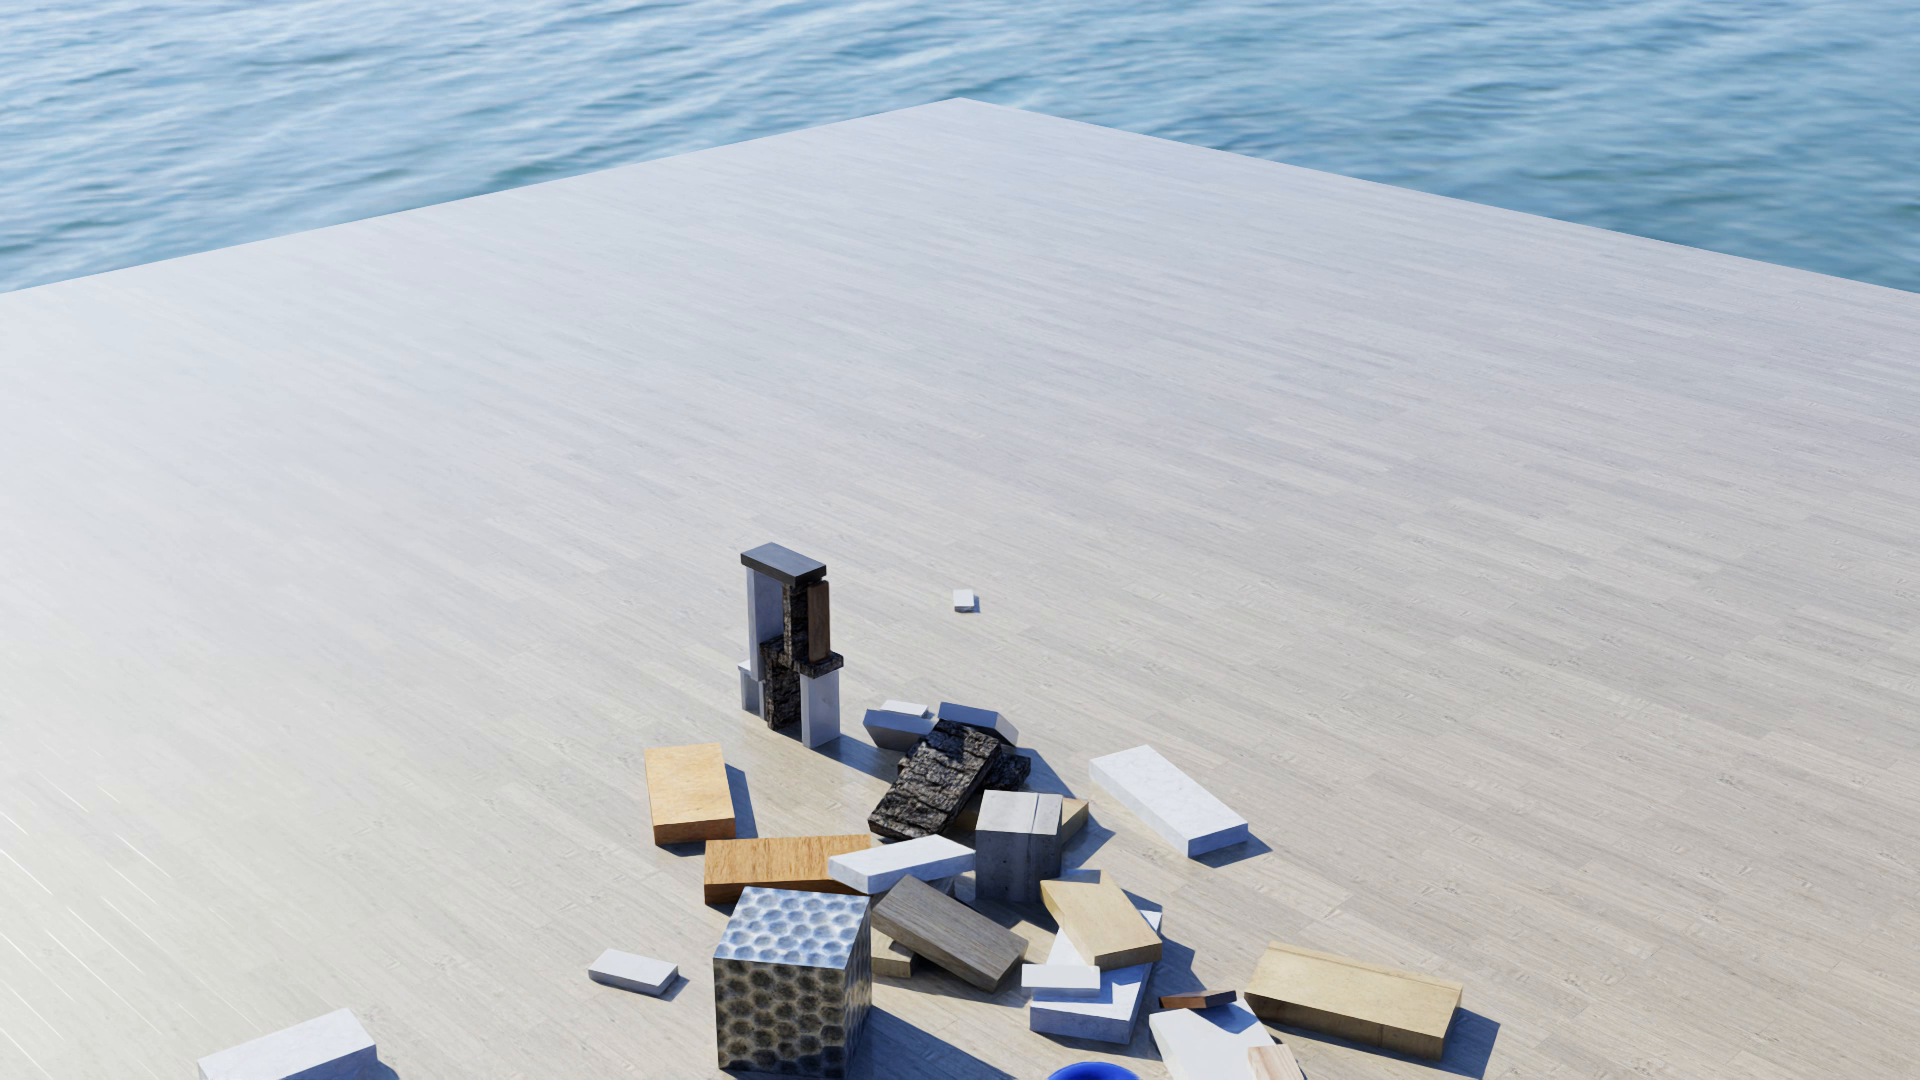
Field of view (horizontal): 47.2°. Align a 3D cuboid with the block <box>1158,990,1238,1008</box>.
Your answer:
[{"bbox_3d":[0.408,0.790,3.780,0.067,0.019,0.134,-4,-9,-32],"label":"block"}]

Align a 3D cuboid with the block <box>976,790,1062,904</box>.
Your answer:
[{"bbox_3d":[0.113,0.584,4.192,0.151,0.151,0.151,3,23,7],"label":"block"}]

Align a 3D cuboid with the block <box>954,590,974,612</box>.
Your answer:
[{"bbox_3d":[0.009,0.148,5.395,0.048,0.014,0.096,-1,23,-1],"label":"block"}]

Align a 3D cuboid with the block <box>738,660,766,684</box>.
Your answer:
[{"bbox_3d":[-0.440,0.286,4.827,0.095,0.013,0.047,21,31,41],"label":"block"}]

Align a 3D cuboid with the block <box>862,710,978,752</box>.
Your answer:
[{"bbox_3d":[-0.072,0.417,4.629,0.245,0.122,0.035,9,63,19],"label":"block"}]

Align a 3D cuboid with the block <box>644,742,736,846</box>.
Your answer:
[{"bbox_3d":[-0.554,0.515,4.490,0.159,0.045,0.319,-4,23,-10],"label":"block"}]

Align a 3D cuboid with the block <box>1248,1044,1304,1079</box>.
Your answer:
[{"bbox_3d":[0.517,0.868,3.566,0.067,0.019,0.134,-3,23,-8],"label":"block"}]

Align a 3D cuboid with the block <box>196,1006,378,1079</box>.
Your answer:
[{"bbox_3d":[-1.102,0.854,3.606,0.255,0.036,0.127,-15,27,-32],"label":"block"}]

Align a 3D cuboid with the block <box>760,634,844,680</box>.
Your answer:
[{"bbox_3d":[-0.340,0.246,4.705,0.174,0.025,0.087,21,31,41],"label":"block"}]

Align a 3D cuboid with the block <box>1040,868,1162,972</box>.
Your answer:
[{"bbox_3d":[0.252,0.686,3.972,0.130,0.037,0.260,-8,24,-18],"label":"block"}]

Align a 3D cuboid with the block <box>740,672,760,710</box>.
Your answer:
[{"bbox_3d":[-0.462,0.327,4.868,0.013,0.094,0.047,21,31,41],"label":"block"}]

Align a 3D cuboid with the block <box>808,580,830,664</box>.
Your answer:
[{"bbox_3d":[-0.296,0.173,4.618,0.048,0.177,0.014,-21,31,-41],"label":"block"}]

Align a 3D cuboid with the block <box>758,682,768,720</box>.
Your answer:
[{"bbox_3d":[-0.418,0.345,4.827,0.013,0.095,0.047,21,31,41],"label":"block"}]

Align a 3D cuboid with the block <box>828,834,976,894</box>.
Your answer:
[{"bbox_3d":[-0.107,0.609,4.133,0.255,0.036,0.127,-6,13,-38],"label":"block"}]

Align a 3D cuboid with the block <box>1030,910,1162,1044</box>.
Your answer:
[{"bbox_3d":[0.245,0.762,3.902,0.172,0.049,0.344,6,24,13],"label":"block"}]

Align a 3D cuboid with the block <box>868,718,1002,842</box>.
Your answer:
[{"bbox_3d":[-0.049,0.491,4.401,0.142,0.040,0.283,18,51,26],"label":"block"}]

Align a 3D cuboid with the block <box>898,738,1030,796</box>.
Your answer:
[{"bbox_3d":[0.009,0.467,4.500,0.245,0.035,0.122,8,24,19],"label":"block"}]

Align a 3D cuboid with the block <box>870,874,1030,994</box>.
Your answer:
[{"bbox_3d":[-0.020,0.707,3.952,0.260,0.037,0.130,27,33,17],"label":"block"}]

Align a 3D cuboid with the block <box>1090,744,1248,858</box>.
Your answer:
[{"bbox_3d":[0.420,0.526,4.469,0.142,0.040,0.368,-12,26,-26],"label":"block"}]

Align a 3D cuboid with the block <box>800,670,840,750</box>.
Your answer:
[{"bbox_3d":[-0.299,0.353,4.706,0.025,0.174,0.087,21,31,41],"label":"block"}]

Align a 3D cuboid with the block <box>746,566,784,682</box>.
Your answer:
[{"bbox_3d":[-0.415,0.169,4.745,0.025,0.266,0.088,21,31,41],"label":"block"}]

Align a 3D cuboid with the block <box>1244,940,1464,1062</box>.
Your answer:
[{"bbox_3d":[0.683,0.798,3.819,0.344,0.049,0.172,9,25,21],"label":"block"}]

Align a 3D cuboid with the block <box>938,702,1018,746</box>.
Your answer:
[{"bbox_3d":[0.040,0.388,4.617,0.122,0.035,0.245,10,-12,14],"label":"block"}]

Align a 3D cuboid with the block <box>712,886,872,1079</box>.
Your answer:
[{"bbox_3d":[-0.279,0.747,3.719,0.220,0.220,0.220,3,23,8],"label":"block"}]

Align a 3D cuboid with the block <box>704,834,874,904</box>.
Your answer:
[{"bbox_3d":[-0.328,0.631,4.217,0.319,0.045,0.159,-2,23,-4],"label":"block"}]

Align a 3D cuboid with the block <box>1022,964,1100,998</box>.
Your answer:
[{"bbox_3d":[0.175,0.764,3.811,0.134,0.019,0.067,1,23,3],"label":"block"}]

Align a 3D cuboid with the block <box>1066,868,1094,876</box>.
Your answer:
[{"bbox_3d":[0.239,0.669,4.159,0.071,0.020,0.142,1,23,2],"label":"block"}]

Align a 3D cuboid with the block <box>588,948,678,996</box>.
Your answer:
[{"bbox_3d":[-0.582,0.770,3.921,0.142,0.020,0.071,9,25,20],"label":"block"}]

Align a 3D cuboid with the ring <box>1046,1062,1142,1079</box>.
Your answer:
[{"bbox_3d":[0.217,0.911,3.531,0.197,0.066,0.197,-1,24,0],"label":"ring"}]

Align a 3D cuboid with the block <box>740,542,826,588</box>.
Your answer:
[{"bbox_3d":[-0.374,0.052,4.651,0.175,0.025,0.088,21,31,40],"label":"block"}]

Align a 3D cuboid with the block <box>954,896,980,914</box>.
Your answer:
[{"bbox_3d":[-0.037,0.688,4.113,0.071,0.020,0.142,-19,29,-37],"label":"block"}]

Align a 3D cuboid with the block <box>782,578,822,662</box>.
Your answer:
[{"bbox_3d":[-0.332,0.160,4.651,0.025,0.175,0.088,21,31,41],"label":"block"}]

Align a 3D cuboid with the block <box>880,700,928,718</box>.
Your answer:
[{"bbox_3d":[-0.123,0.376,4.858,0.096,0.014,0.048,8,24,17],"label":"block"}]

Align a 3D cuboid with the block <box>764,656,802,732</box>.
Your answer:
[{"bbox_3d":[-0.380,0.321,4.782,0.025,0.174,0.087,21,31,41],"label":"block"}]

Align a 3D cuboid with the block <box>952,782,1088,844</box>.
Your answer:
[{"bbox_3d":[0.081,0.539,4.433,0.319,0.045,0.159,14,26,29],"label":"block"}]

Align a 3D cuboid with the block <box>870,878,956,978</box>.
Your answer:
[{"bbox_3d":[-0.110,0.702,4.027,0.127,0.036,0.255,5,28,18],"label":"block"}]

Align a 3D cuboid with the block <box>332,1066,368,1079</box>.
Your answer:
[{"bbox_3d":[-1.102,0.966,3.436,0.130,0.037,0.490,5,24,12],"label":"block"}]

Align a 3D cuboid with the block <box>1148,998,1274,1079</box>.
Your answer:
[{"bbox_3d":[0.453,0.884,3.615,0.172,0.049,0.344,-6,24,-15],"label":"block"}]
